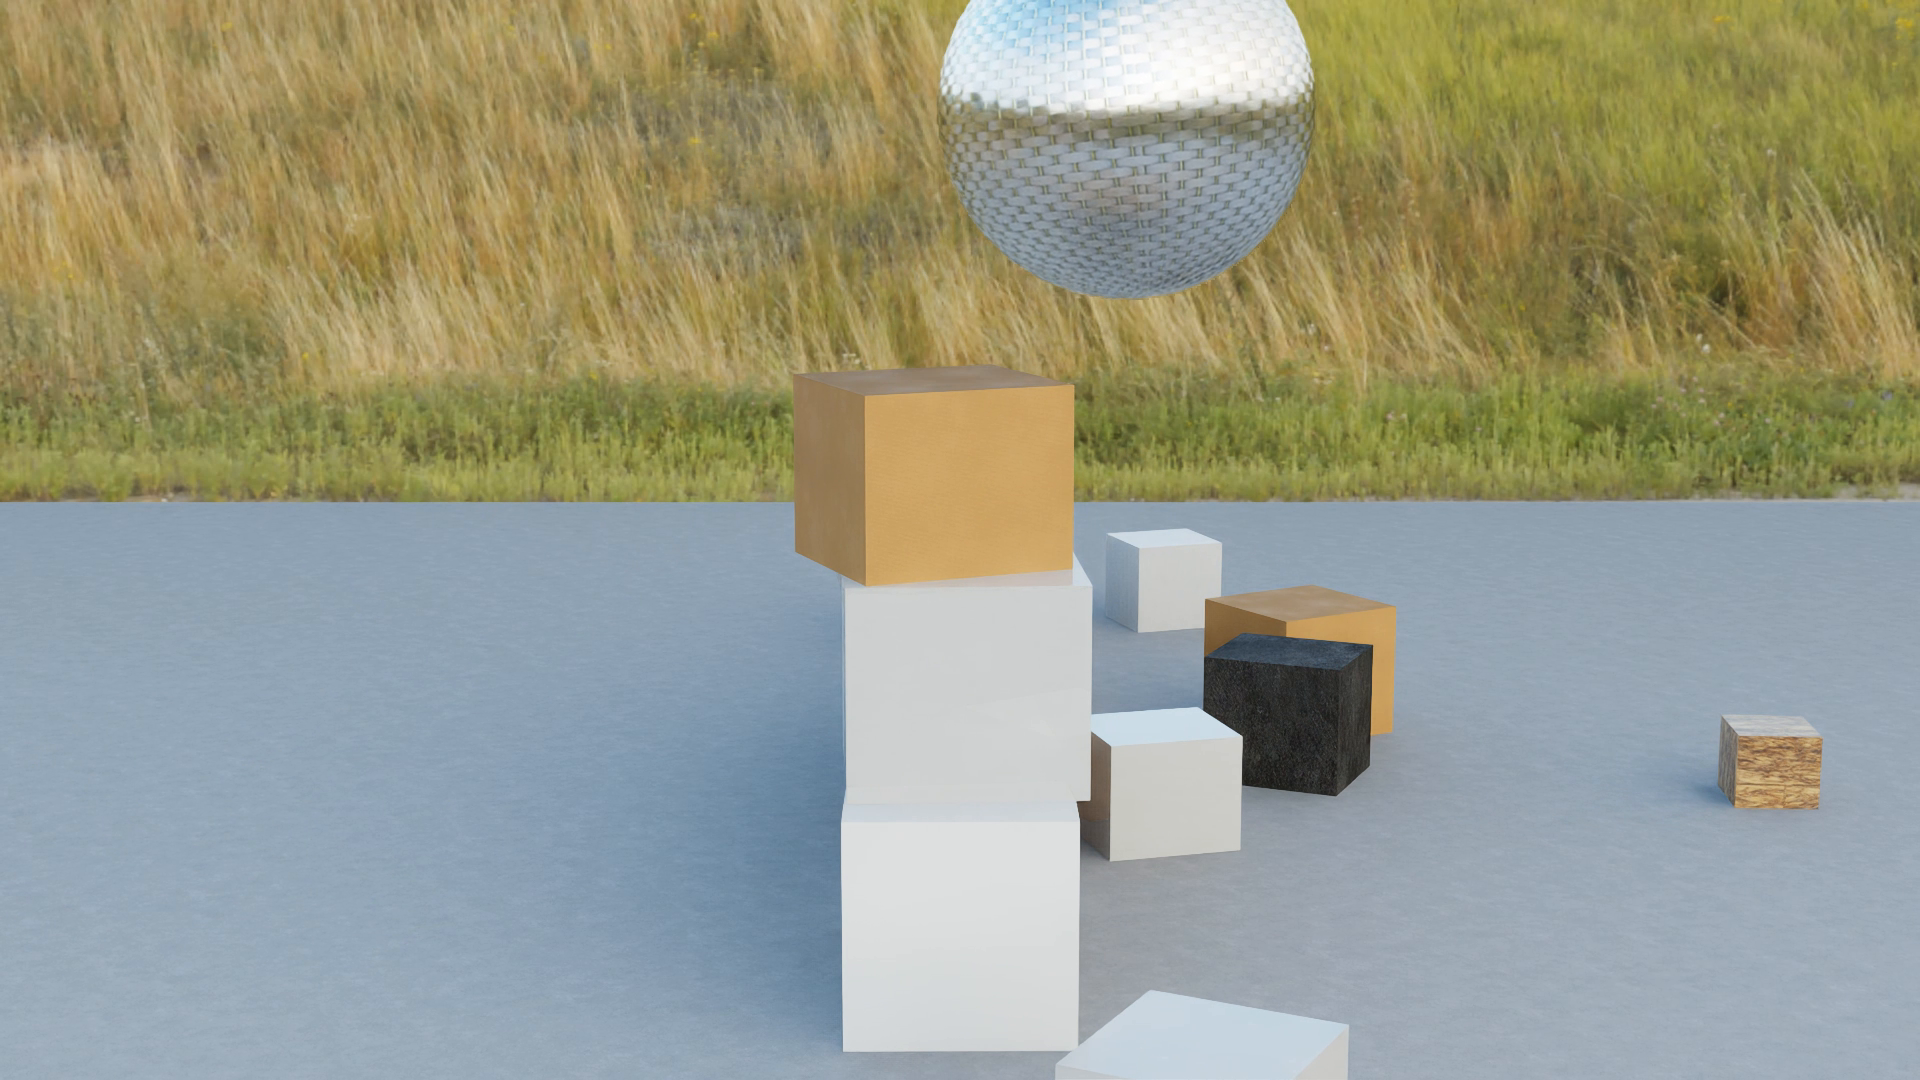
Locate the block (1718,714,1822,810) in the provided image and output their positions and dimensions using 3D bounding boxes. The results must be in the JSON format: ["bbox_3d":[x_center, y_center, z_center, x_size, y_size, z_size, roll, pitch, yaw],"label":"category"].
[{"bbox_3d":[3.969,1.086,12.587,0.396,0.360,0.415,1,10,5],"label":"block"}]

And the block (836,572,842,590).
[{"bbox_3d":[-0.216,-0.090,10.597,0.506,0.459,0.489,6,39,29],"label":"block"}]

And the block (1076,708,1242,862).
[{"bbox_3d":[0.903,1.123,11.890,0.630,0.537,0.570,-3,11,-16],"label":"block"}]

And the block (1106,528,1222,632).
[{"bbox_3d":[1.315,0.257,16.624,0.573,0.547,0.554,-4,11,-19],"label":"block"}]

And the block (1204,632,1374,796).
[{"bbox_3d":[1.661,0.872,12.986,0.695,0.638,0.620,5,11,24],"label":"block"}]

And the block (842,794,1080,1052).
[{"bbox_3d":[-0.001,1.367,9.635,0.855,0.864,0.767,0,10,0],"label":"block"}]

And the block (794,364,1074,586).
[{"bbox_3d":[-0.108,-0.264,9.732,0.835,0.695,0.746,-4,11,-23],"label":"block"}]

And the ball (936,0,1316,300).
[{"bbox_3d":[0.700,-1.820,10.849,1.600,1.600,1.600,0,10,0],"label":"ball"}]

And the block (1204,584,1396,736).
[{"bbox_3d":[1.834,0.678,13.902,0.749,0.692,0.702,-6,12,-31],"label":"block"}]

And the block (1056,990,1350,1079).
[{"bbox_3d":[0.720,1.823,7.594,0.647,0.697,0.688,5,12,27],"label":"block"}]

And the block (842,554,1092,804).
[{"bbox_3d":[0.006,0.490,9.785,0.897,0.808,0.876,-1,10,-3],"label":"block"}]
